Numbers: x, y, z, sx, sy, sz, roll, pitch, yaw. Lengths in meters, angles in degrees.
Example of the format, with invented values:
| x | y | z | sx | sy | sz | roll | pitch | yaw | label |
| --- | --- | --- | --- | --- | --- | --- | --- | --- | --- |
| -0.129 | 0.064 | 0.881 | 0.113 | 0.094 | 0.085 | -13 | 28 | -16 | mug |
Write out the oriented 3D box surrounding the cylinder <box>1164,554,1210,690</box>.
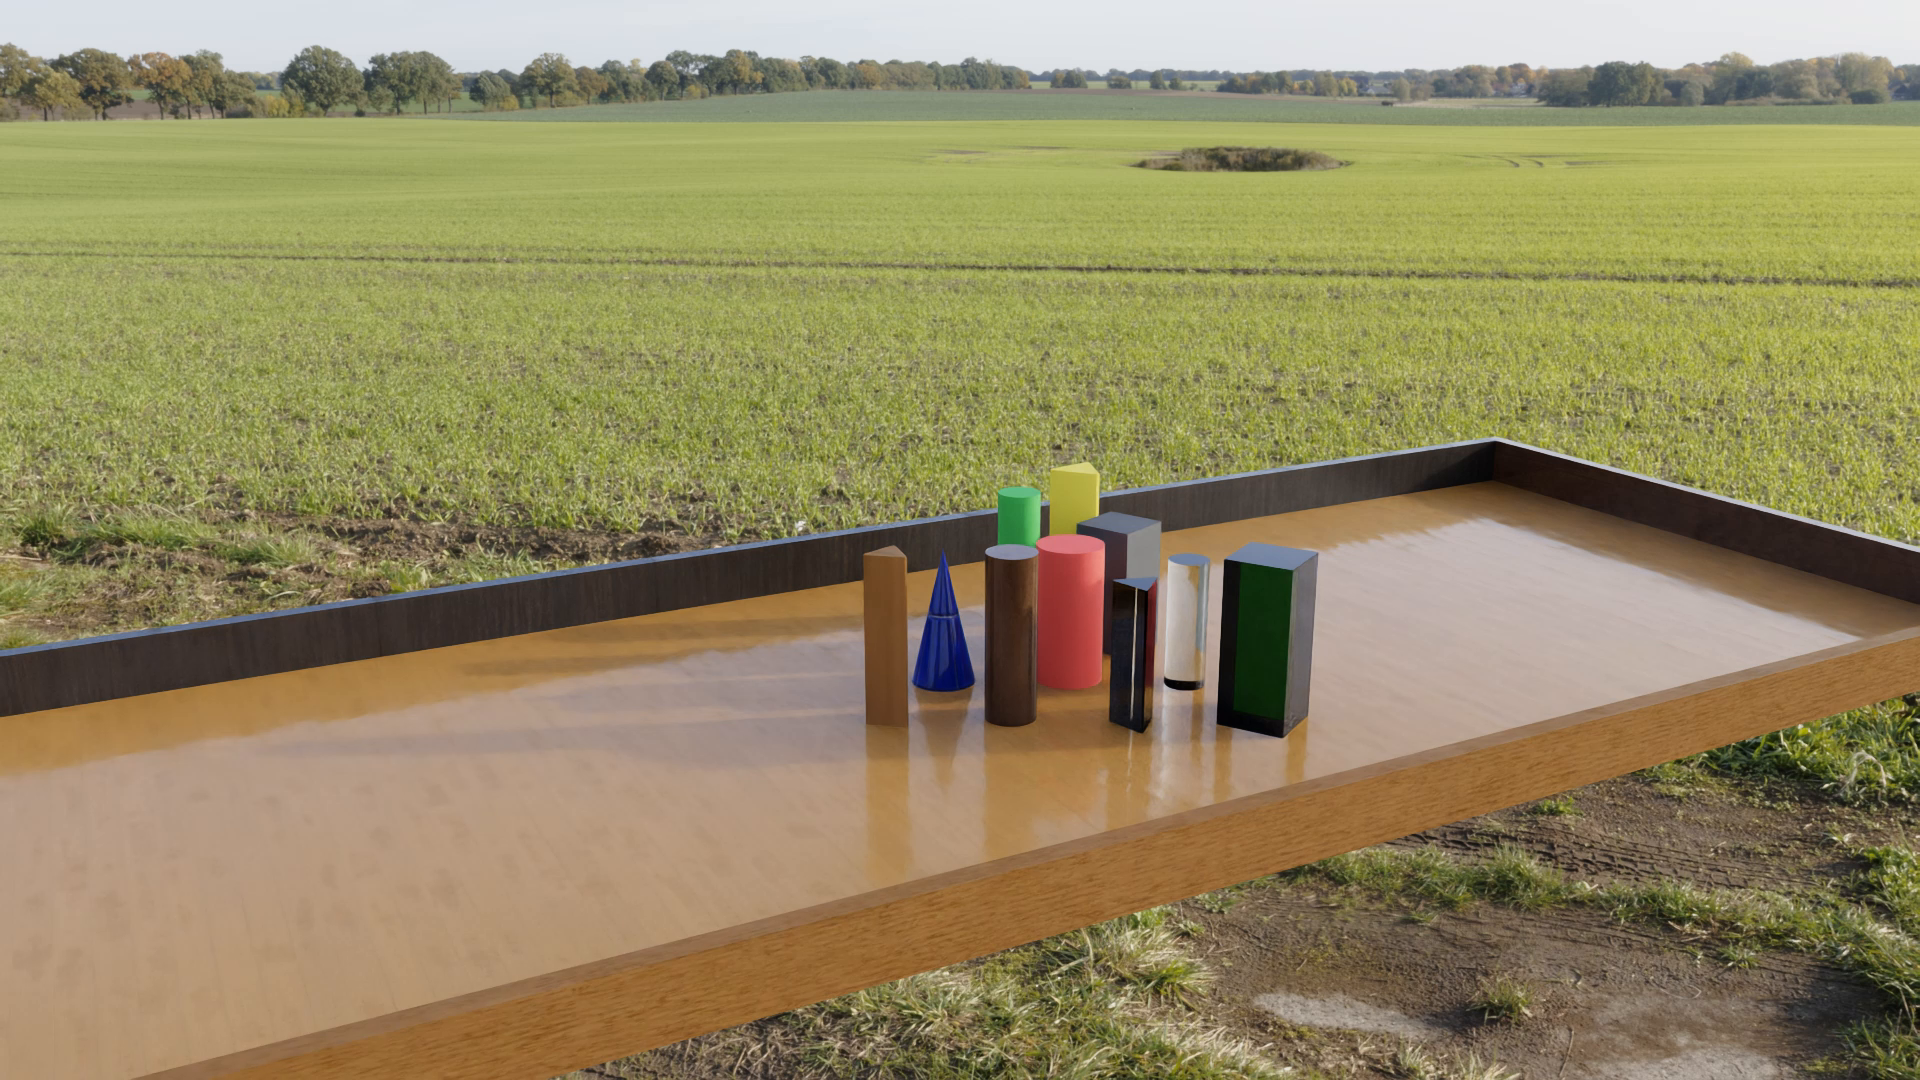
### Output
| x | y | z | sx | sy | sz | roll | pitch | yaw | label |
| --- | --- | --- | --- | --- | --- | --- | --- | --- | --- |
| 0.562 | 0.203 | 4.087 | 0.102 | 0.325 | 0.102 | 0 | 16 | 0 | cylinder |

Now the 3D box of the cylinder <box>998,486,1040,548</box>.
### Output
| x | y | z | sx | sy | sz | roll | pitch | yaw | label |
| --- | --- | --- | --- | --- | --- | --- | --- | --- | --- |
| 0.154 | 0.078 | 4.342 | 0.111 | 0.422 | 0.111 | 0 | 16 | 0 | cylinder |

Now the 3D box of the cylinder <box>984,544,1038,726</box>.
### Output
| x | y | z | sx | sy | sz | roll | pitch | yaw | label |
| --- | --- | --- | --- | --- | --- | --- | --- | --- | --- |
| 0.120 | 0.224 | 3.866 | 0.124 | 0.410 | 0.124 | 0 | 16 | 0 | cylinder |

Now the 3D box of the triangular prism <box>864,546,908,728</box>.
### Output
| x | y | z | sx | sy | sz | roll | pitch | yaw | label |
| --- | --- | --- | --- | --- | --- | --- | --- | --- | --- |
| -0.163 | 0.224 | 3.854 | 0.101 | 0.416 | 0.087 | 3 | 17 | 11 | triangular prism |

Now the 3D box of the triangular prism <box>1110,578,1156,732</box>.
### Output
| x | y | z | sx | sy | sz | roll | pitch | yaw | label |
| --- | --- | --- | --- | --- | --- | --- | --- | --- | --- |
| 0.422 | 0.262 | 3.845 | 0.091 | 0.349 | 0.105 | -14 | 21 | -40 | triangular prism |

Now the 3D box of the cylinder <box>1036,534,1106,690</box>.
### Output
| x | y | z | sx | sy | sz | roll | pitch | yaw | label |
| --- | --- | --- | --- | --- | --- | --- | --- | --- | --- |
| 0.273 | 0.178 | 4.124 | 0.171 | 0.352 | 0.171 | 0 | 16 | 0 | cylinder |

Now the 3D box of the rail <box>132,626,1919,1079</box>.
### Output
| x | y | z | sx | sy | sz | roll | pitch | yaw | label |
| --- | --- | --- | --- | --- | --- | --- | --- | --- | --- |
| -2.336 | 1.006 | 1.665 | 12.000 | 0.150 | 0.050 | -9 | 18 | -27 | rail |

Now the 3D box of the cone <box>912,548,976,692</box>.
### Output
| x | y | z | sx | sy | sz | roll | pitch | yaw | label |
| --- | --- | --- | --- | --- | --- | --- | --- | --- | --- |
| -0.041 | 0.186 | 4.103 | 0.160 | 0.348 | 0.160 | 0 | 16 | 0 | cone |

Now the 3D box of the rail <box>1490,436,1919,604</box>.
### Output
| x | y | z | sx | sy | sz | roll | pitch | yaw | label |
| --- | --- | --- | --- | --- | --- | --- | --- | --- | --- |
| 2.466 | -0.048 | 5.253 | 0.050 | 0.150 | 2.100 | -9 | 18 | -27 | rail |

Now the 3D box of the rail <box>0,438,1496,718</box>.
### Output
| x | y | z | sx | sy | sz | roll | pitch | yaw | label |
| --- | --- | --- | --- | --- | --- | --- | --- | --- | --- |
| -3.305 | 0.497 | 3.399 | 12.000 | 0.150 | 0.050 | -9 | 18 | -27 | rail |

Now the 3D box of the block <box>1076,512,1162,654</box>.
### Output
| x | y | z | sx | sy | sz | roll | pitch | yaw | label |
| --- | --- | --- | --- | --- | --- | --- | --- | --- | --- |
| 0.416 | 0.116 | 4.360 | 0.159 | 0.338 | 0.159 | 13 | 21 | 37 | block |

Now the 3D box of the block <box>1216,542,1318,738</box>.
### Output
| x | y | z | sx | sy | sz | roll | pitch | yaw | label |
| --- | --- | --- | --- | --- | --- | --- | --- | --- | --- |
| 0.717 | 0.231 | 3.850 | 0.165 | 0.406 | 0.165 | 10 | 19 | 30 | block |

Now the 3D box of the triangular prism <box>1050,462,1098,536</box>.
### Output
| x | y | z | sx | sy | sz | roll | pitch | yaw | label |
| --- | --- | --- | --- | --- | --- | --- | --- | --- | --- |
| 0.334 | 0.001 | 4.602 | 0.138 | 0.422 | 0.120 | 7 | 18 | 22 | triangular prism |
